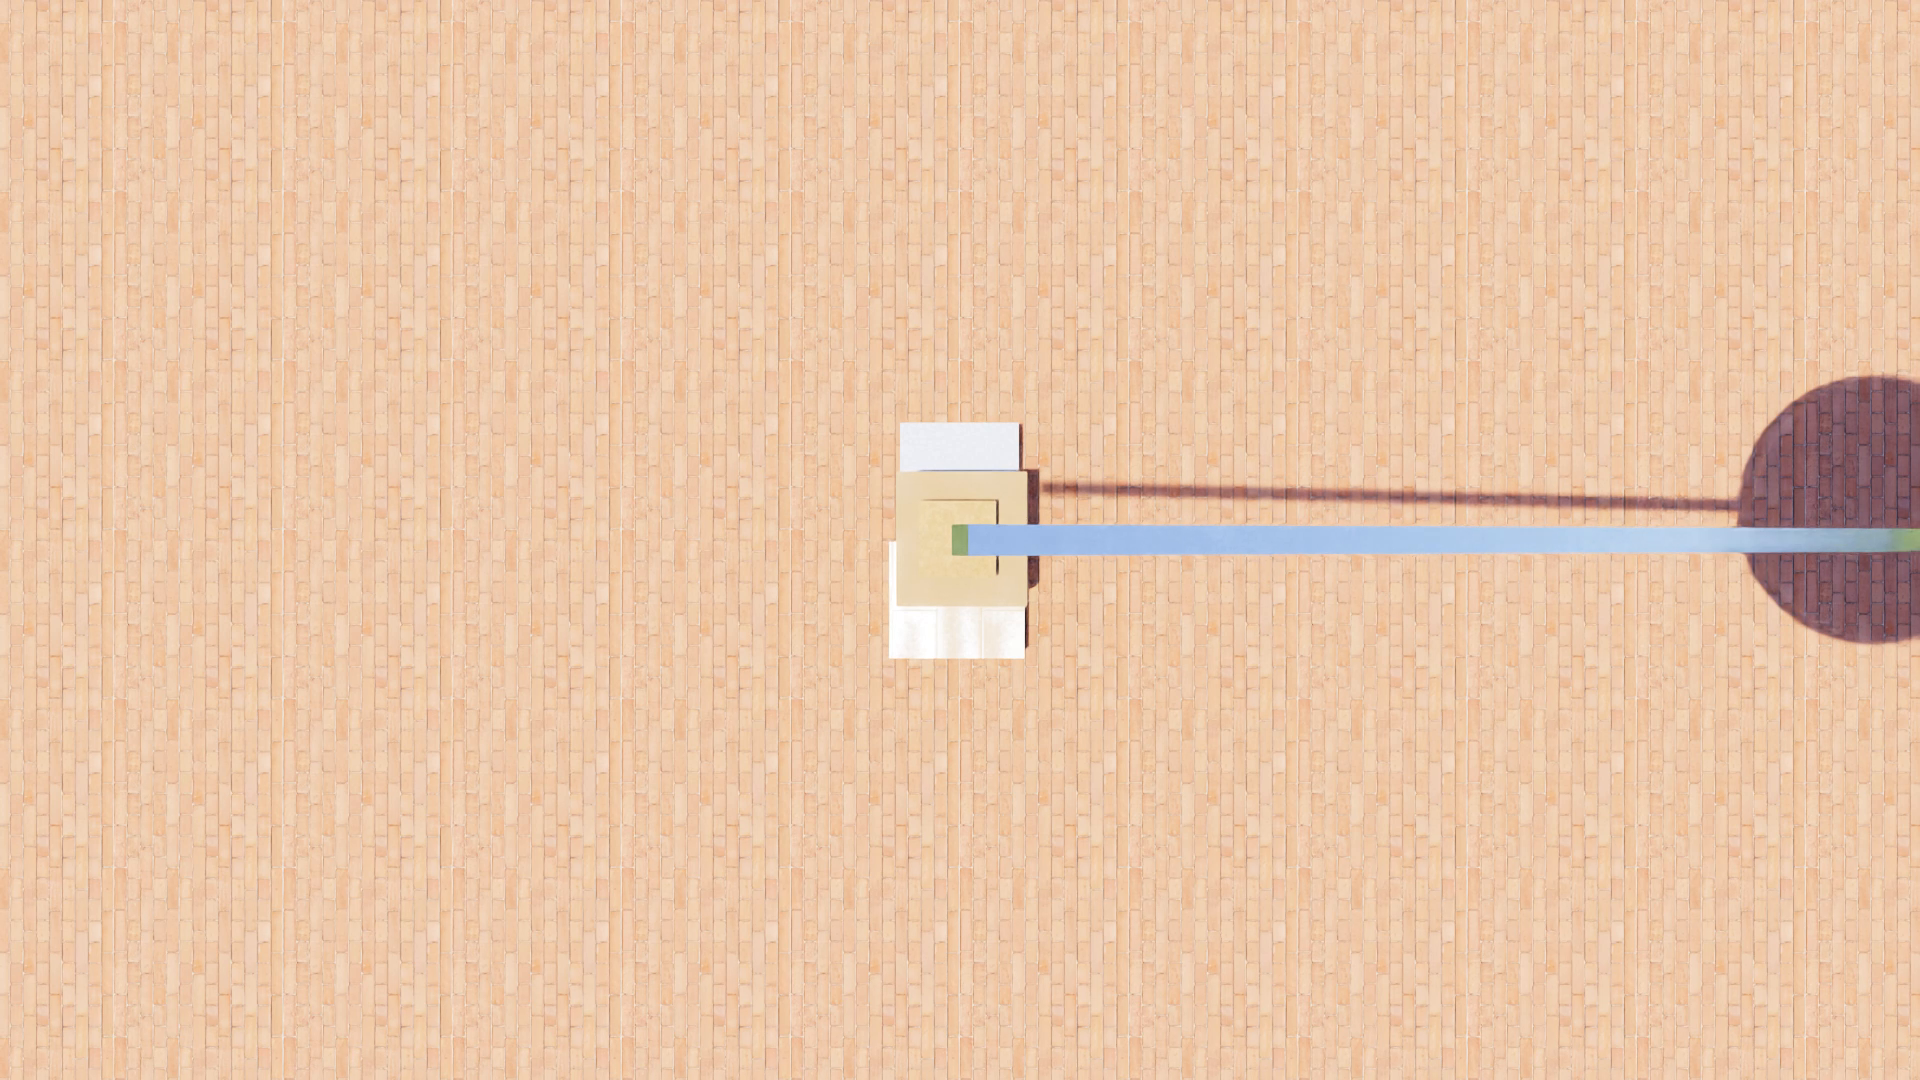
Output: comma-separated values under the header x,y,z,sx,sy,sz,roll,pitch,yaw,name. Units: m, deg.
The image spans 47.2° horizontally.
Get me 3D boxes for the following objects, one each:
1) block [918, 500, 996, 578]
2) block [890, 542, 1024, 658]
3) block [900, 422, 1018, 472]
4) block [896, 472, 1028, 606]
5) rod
x,y,z,sx,sy,sz,roll,pitch,yaw,name
-0.012,-0.005,10.826,0.375,0.291,0.372,0,90,0,block
-0.017,0.335,12.639,0.753,0.722,0.649,0,90,0,block
-0.003,-0.330,12.687,0.668,0.625,0.660,0,90,0,block
0.008,-0.003,11.267,0.653,0.591,0.674,0,90,0,block
2.212,0.000,6.974,5.200,0.080,0.080,0,90,-32,rod
